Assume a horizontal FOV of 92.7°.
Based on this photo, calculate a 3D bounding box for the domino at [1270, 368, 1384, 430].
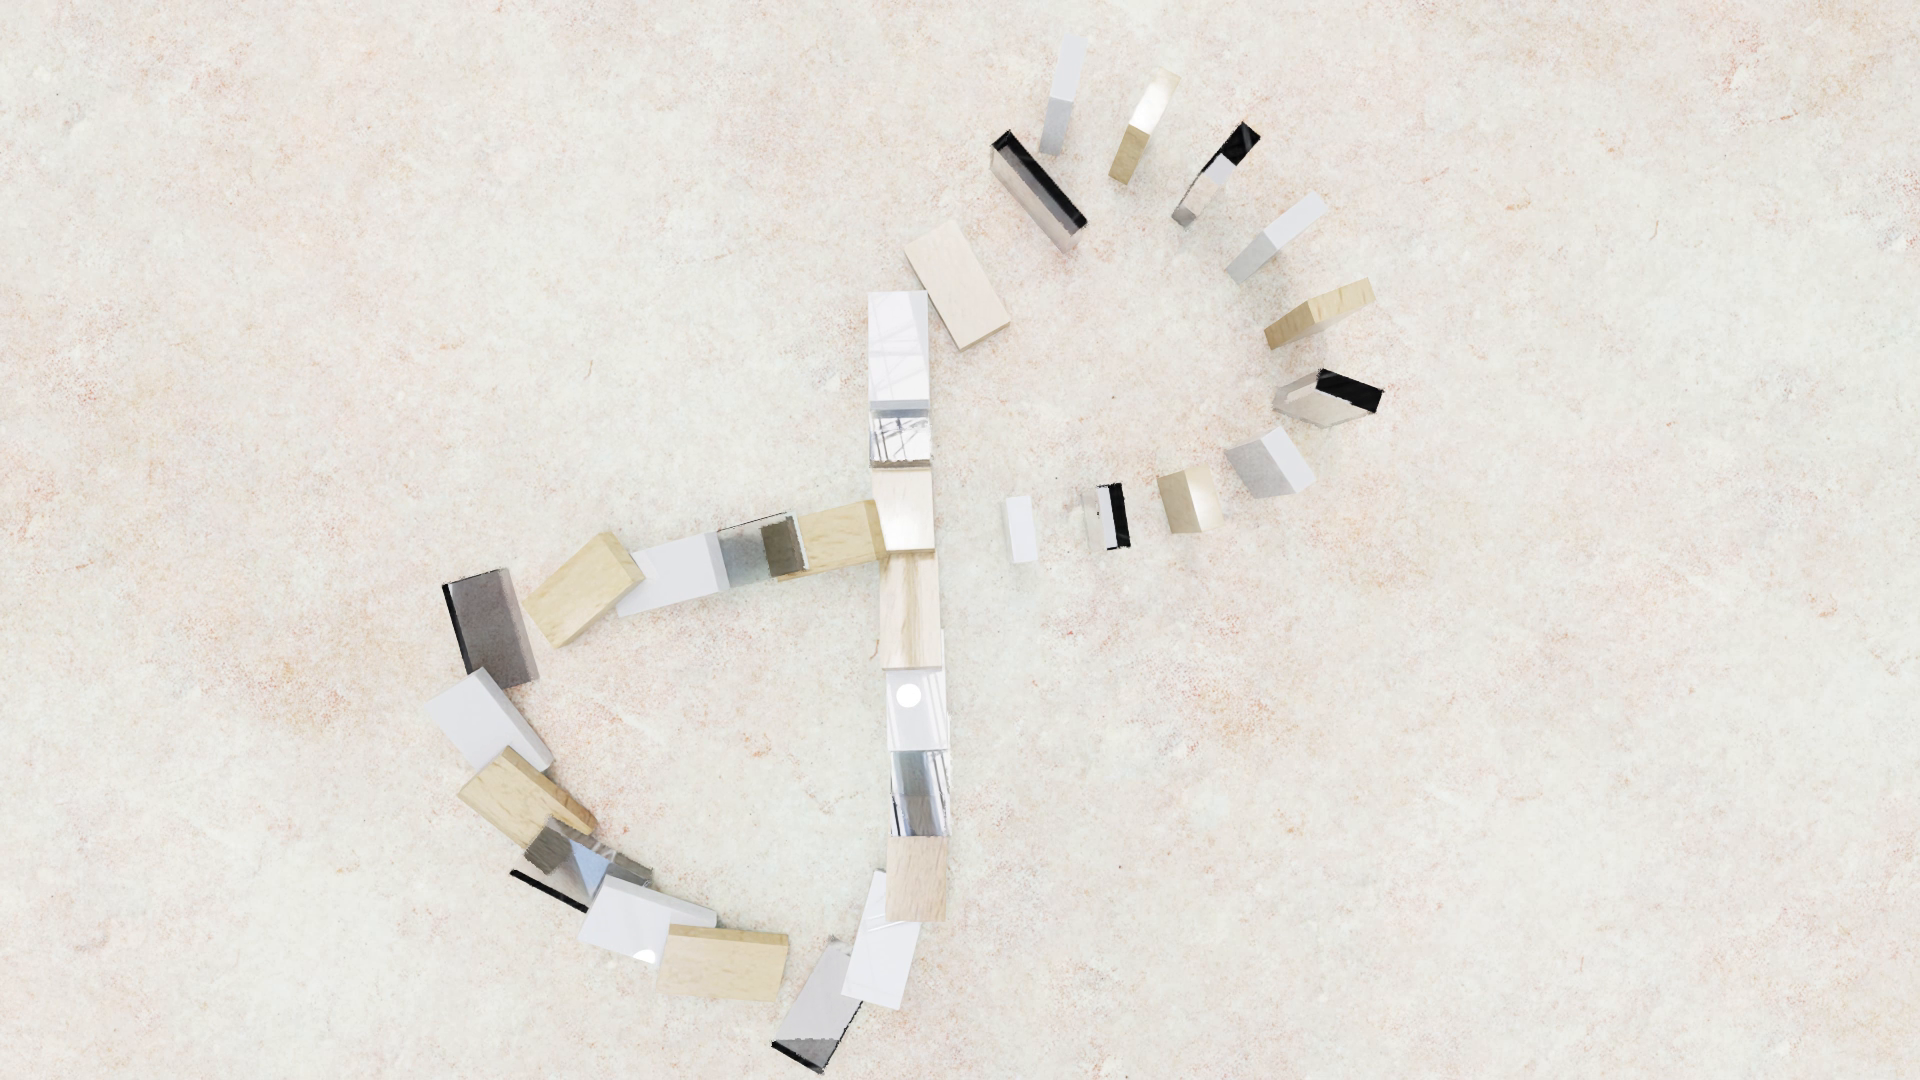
[{"bbox_3d":[0.149,-0.057,0.375,0.025,0.050,0.009,20,90,0],"label":"domino"}]

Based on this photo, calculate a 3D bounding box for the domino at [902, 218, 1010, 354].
[{"bbox_3d":[-0.001,-0.109,0.395,0.025,0.010,0.050,-29,90,0],"label":"domino"}]

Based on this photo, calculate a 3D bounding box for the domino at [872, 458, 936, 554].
[{"bbox_3d":[-0.024,-0.020,0.391,0.025,0.009,0.050,-3,79,0],"label":"domino"}]

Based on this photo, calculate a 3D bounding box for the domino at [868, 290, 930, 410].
[{"bbox_3d":[-0.026,-0.080,0.386,0.025,0.010,0.050,-2,74,0],"label":"domino"}]

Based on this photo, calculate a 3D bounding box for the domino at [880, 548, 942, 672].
[{"bbox_3d":[-0.021,0.029,0.389,0.025,0.010,0.050,-2,74,0],"label":"domino"}]

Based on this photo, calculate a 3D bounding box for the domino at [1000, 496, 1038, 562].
[{"bbox_3d":[0.024,-0.004,0.375,0.010,0.050,0.025,-8,90,0],"label":"domino"}]

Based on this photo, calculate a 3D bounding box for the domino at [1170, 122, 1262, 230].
[{"bbox_3d":[0.104,-0.148,0.375,0.010,0.050,0.025,40,90,0],"label":"domino"}]

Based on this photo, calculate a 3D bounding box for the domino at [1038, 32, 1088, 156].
[{"bbox_3d":[0.042,-0.181,0.375,0.009,0.050,0.025,13,90,0],"label":"domino"}]

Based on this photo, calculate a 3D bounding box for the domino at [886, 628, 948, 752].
[{"bbox_3d":[-0.018,0.064,0.389,0.025,0.010,0.050,-2,74,0],"label":"domino"}]

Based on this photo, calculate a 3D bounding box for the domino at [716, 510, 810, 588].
[{"bbox_3d":[-0.090,0.006,0.388,0.050,0.009,0.025,-14,90,19],"label":"domino"}]

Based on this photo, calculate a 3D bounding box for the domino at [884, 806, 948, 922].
[{"bbox_3d":[-0.018,0.134,0.388,0.025,0.009,0.050,1,74,0],"label":"domino"}]

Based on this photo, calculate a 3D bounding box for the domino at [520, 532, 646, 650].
[{"bbox_3d":[-0.160,0.022,0.388,0.050,0.009,0.025,-38,88,15],"label":"domino"}]

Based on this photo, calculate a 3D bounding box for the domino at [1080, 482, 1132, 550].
[{"bbox_3d":[0.059,-0.009,0.375,0.010,0.050,0.025,-9,90,0],"label":"domino"}]

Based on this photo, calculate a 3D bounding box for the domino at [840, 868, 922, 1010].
[{"bbox_3d":[-0.031,0.169,0.389,0.025,0.010,0.050,16,75,0],"label":"domino"}]

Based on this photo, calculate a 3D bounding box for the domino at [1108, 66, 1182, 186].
[{"bbox_3d":[0.075,-0.168,0.375,0.010,0.050,0.025,28,90,0],"label":"domino"}]

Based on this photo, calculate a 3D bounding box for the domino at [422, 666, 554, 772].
[{"bbox_3d":[-0.199,0.082,0.389,0.025,0.009,0.050,-31,105,0],"label":"domino"}]

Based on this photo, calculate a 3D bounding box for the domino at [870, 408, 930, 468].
[{"bbox_3d":[-0.025,-0.056,0.389,0.025,0.009,0.050,-1,74,0],"label":"domino"}]

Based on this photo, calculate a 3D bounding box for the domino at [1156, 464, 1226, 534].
[{"bbox_3d":[0.094,-0.016,0.375,0.010,0.050,0.025,-16,90,0],"label":"domino"}]

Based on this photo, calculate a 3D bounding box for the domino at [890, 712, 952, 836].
[{"bbox_3d":[-0.017,0.099,0.389,0.025,0.009,0.050,-1,74,0],"label":"domino"}]

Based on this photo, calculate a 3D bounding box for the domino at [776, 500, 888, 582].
[{"bbox_3d":[-0.057,0.001,0.385,0.050,0.009,0.025,-13,90,25],"label":"domino"}]

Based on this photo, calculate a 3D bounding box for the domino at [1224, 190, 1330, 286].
[{"bbox_3d":[0.128,-0.122,0.375,0.025,0.050,0.010,-38,90,0],"label":"domino"}]

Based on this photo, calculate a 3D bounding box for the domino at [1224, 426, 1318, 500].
[{"bbox_3d":[0.126,-0.031,0.375,0.010,0.050,0.025,-34,90,0],"label":"domino"}]

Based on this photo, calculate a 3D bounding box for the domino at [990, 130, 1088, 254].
[{"bbox_3d":[0.033,-0.146,0.388,0.009,0.025,0.050,-41,90,0],"label":"domino"}]

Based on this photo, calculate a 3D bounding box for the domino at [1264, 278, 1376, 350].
[{"bbox_3d":[0.146,-0.092,0.375,0.025,0.050,0.010,-21,90,0],"label":"domino"}]

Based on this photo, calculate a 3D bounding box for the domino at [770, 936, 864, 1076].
[{"bbox_3d":[-0.058,0.200,0.395,0.025,0.010,0.050,30,90,0],"label":"domino"}]

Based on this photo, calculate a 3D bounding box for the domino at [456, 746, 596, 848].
[{"bbox_3d":[-0.183,0.114,0.388,0.025,0.009,0.050,-42,107,0],"label":"domino"}]

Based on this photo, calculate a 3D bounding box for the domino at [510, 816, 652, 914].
[{"bbox_3d":[-0.160,0.141,0.388,0.050,0.009,0.025,37,90,-17],"label":"domino"}]

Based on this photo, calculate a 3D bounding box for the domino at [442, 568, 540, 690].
[{"bbox_3d":[-0.202,0.040,0.395,0.025,0.010,0.050,-16,90,0],"label":"domino"}]

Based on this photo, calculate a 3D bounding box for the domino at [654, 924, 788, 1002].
[{"bbox_3d":[-0.101,0.179,0.388,0.050,0.009,0.025,13,92,-16],"label":"domino"}]

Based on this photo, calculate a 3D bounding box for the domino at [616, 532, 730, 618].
[{"bbox_3d":[-0.124,0.015,0.388,0.050,0.009,0.025,-14,90,17],"label":"domino"}]

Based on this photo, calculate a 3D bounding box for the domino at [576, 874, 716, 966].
[{"bbox_3d":[-0.132,0.163,0.388,0.050,0.010,0.025,27,90,-16],"label":"domino"}]
